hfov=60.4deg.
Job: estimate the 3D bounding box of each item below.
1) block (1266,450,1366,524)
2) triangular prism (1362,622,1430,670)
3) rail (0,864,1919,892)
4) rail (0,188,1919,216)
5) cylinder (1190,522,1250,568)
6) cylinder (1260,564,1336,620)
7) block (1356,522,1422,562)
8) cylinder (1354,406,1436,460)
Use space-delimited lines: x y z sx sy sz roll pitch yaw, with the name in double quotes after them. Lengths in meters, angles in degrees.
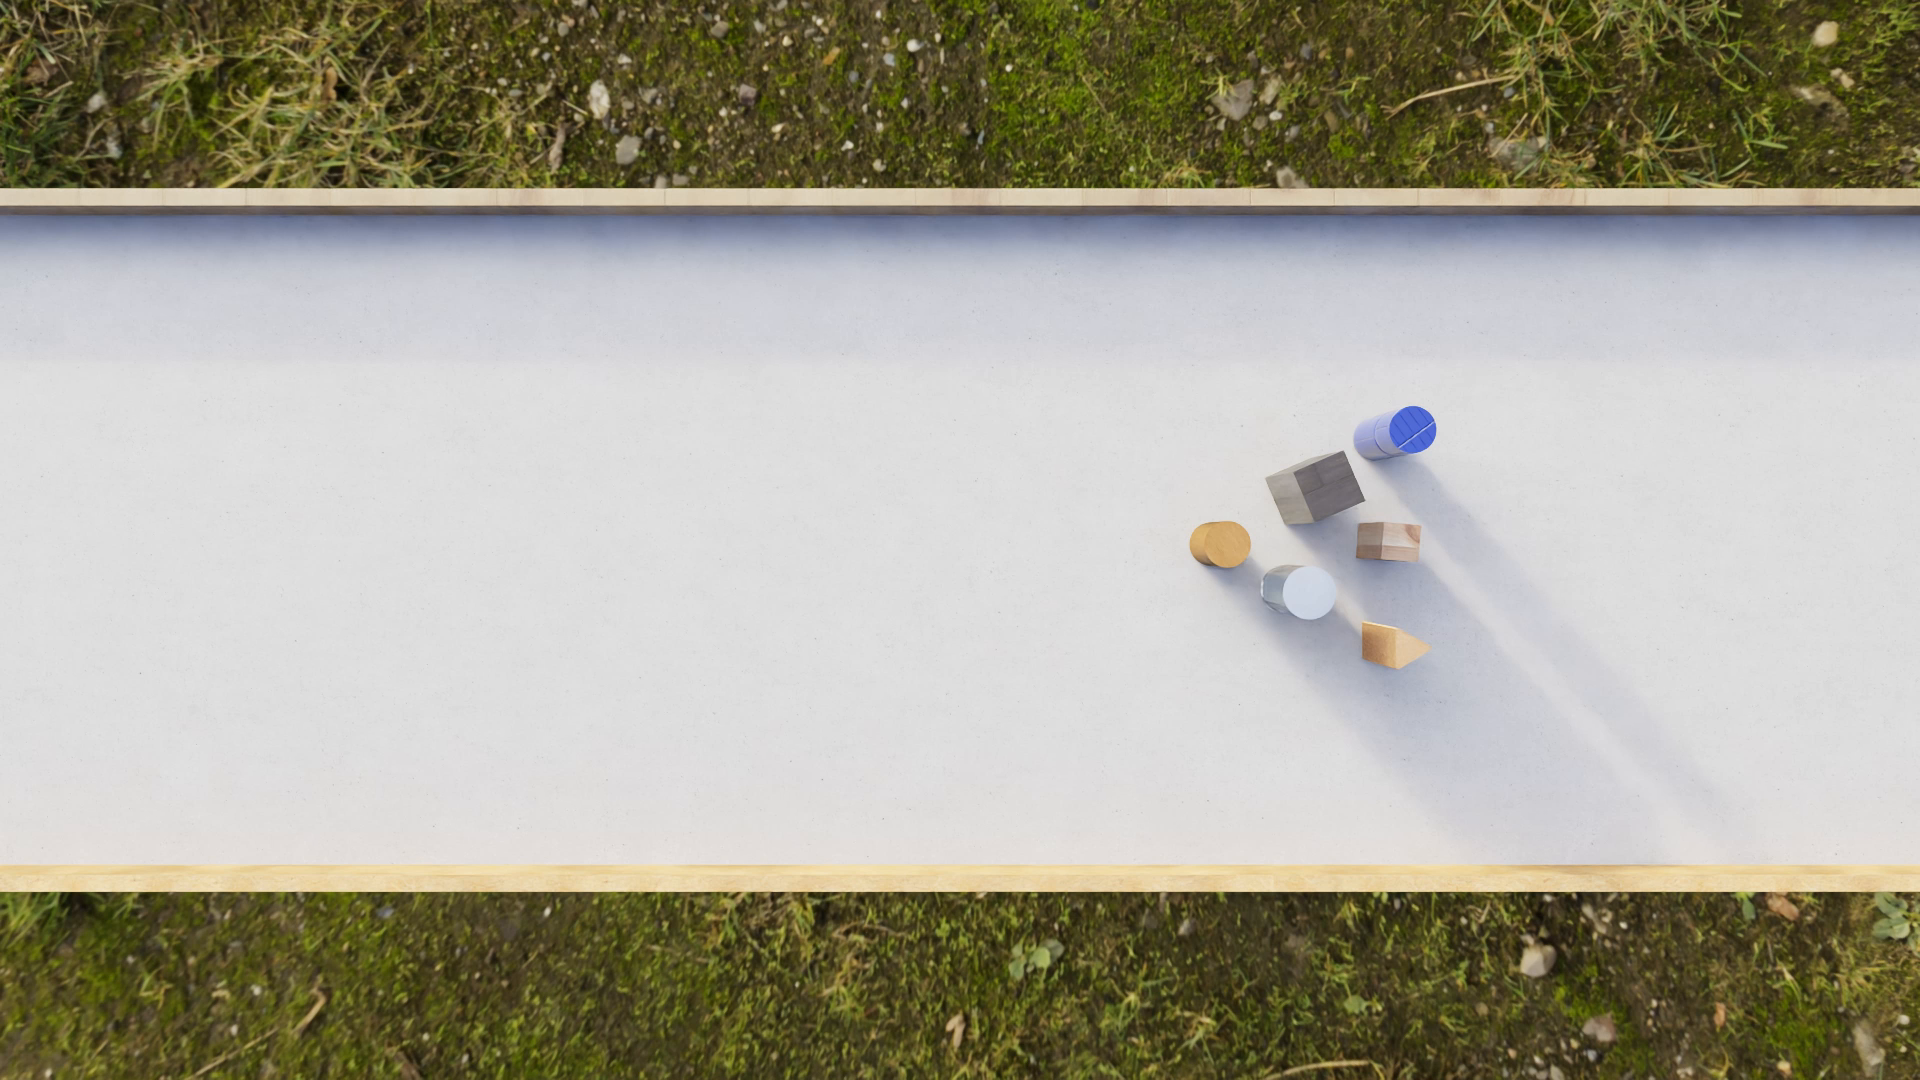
1.040 -0.151 4.859 0.156 0.435 0.156 -23 90 0 "block"
1.266 0.294 4.881 0.117 0.390 0.101 -31 90 0 "triangular prism"
-2.247 1.025 5.001 12.000 0.150 0.050 0 90 0 "rail"
-2.247 -1.025 5.002 12.000 0.150 0.050 0 90 0 "rail"
0.774 0.012 4.921 0.135 0.311 0.135 0 90 0 "cylinder"
1.002 0.151 4.903 0.153 0.348 0.153 0 90 0 "cylinder"
1.277 0.006 4.925 0.108 0.303 0.108 5 90 0 "block"
1.276 -0.311 4.862 0.134 0.429 0.134 0 90 0 "cylinder"
